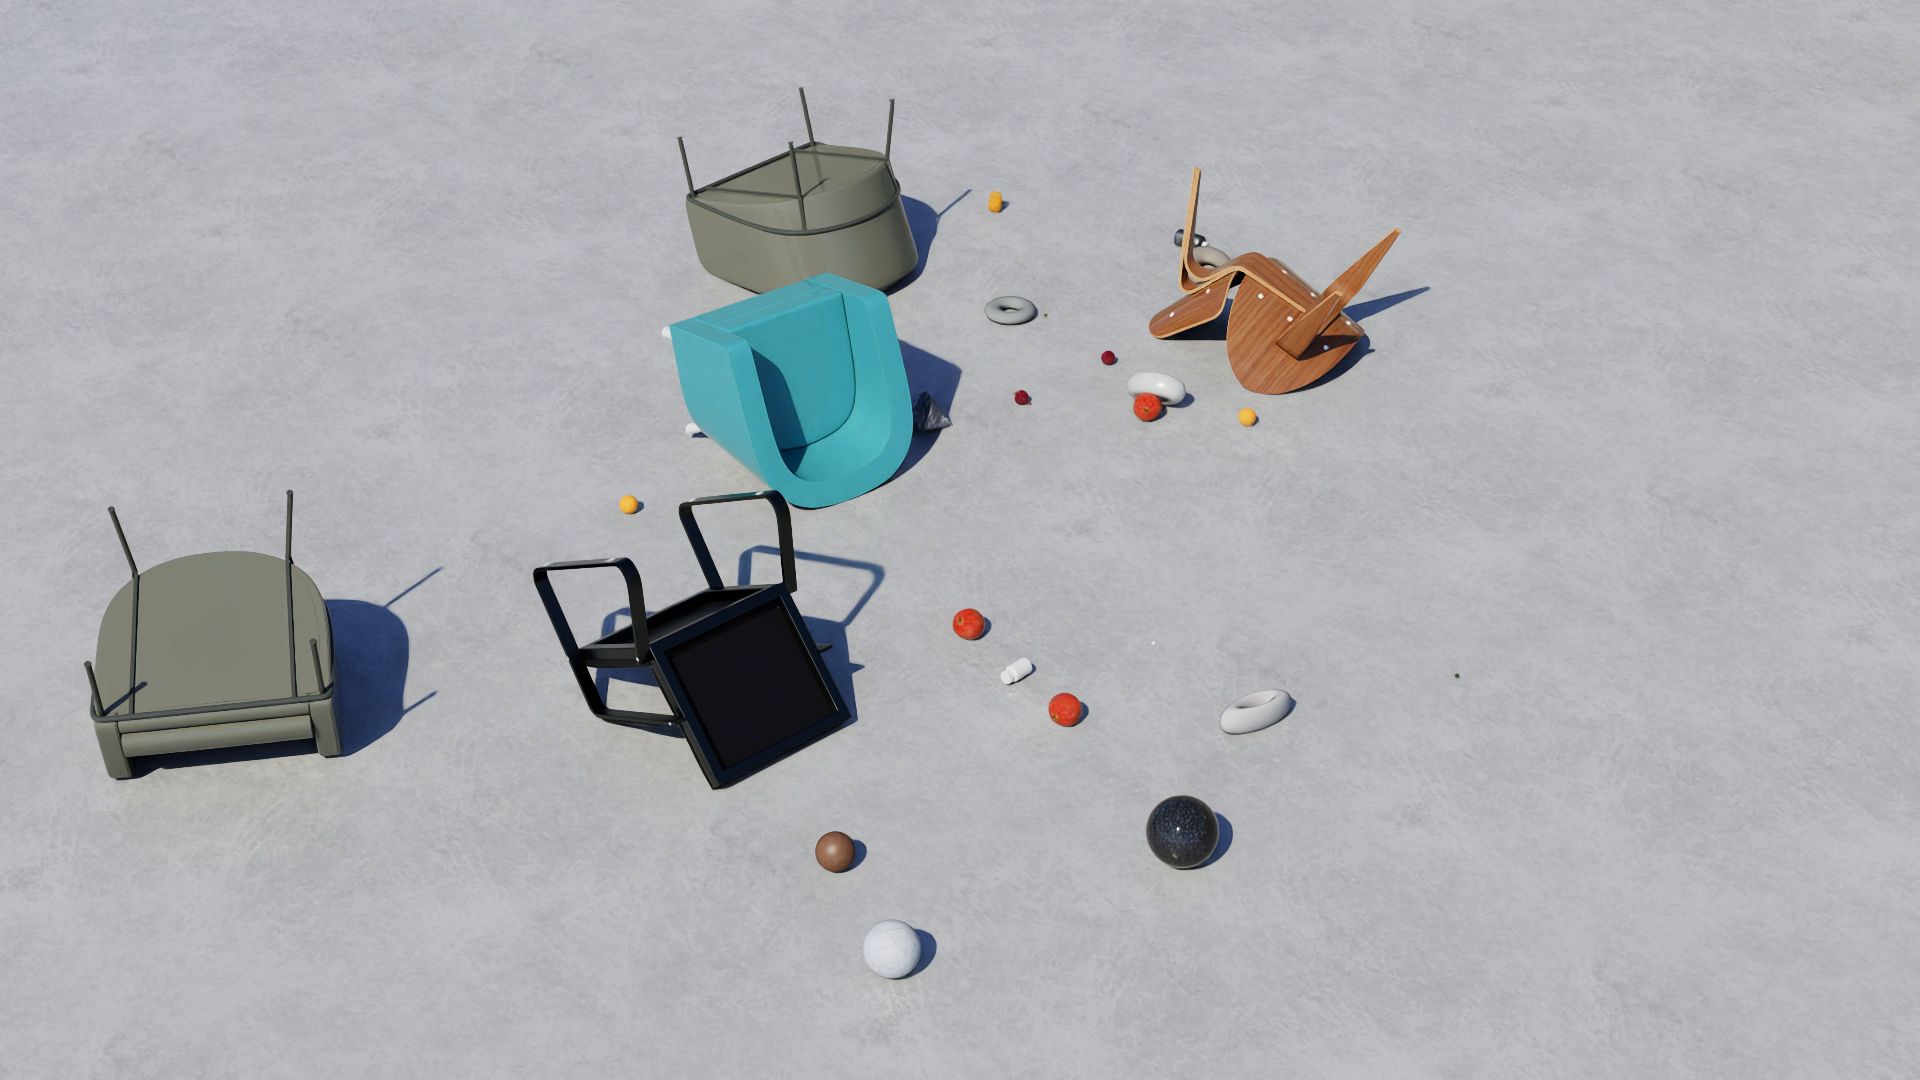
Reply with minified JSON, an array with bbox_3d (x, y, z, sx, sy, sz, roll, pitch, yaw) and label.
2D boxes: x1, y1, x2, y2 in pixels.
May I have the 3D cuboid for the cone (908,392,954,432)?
[{"bbox_3d":[-0.093,-0.481,11.606,0.154,0.168,0.197,20,16,-24],"label":"cone"}]

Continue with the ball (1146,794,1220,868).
[{"bbox_3d":[0.707,0.927,9.325,0.234,0.234,0.234,0,33,0],"label":"ball"}]

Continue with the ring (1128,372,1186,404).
[{"bbox_3d":[0.785,-0.606,11.721,0.255,0.175,0.093,8,75,34],"label":"ring"}]

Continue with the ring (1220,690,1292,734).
[{"bbox_3d":[1.006,0.584,9.972,0.288,0.098,0.110,-17,34,-25],"label":"ring"}]

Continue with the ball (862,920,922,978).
[{"bbox_3d":[-0.207,1.241,8.899,0.179,0.179,0.179,0,33,0],"label":"ball"}]

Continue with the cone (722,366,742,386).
[{"bbox_3d":[-0.916,-0.656,11.919,0.085,0.049,0.086,-8,50,-15],"label":"cone"}]

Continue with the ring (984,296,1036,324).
[{"bbox_3d":[0.212,-0.970,12.374,0.219,0.048,0.212,1,33,3],"label":"ring"}]

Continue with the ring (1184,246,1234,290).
[{"bbox_3d":[1.076,-1.178,12.679,0.218,0.060,0.352,-5,34,-5],"label":"ring"}]
